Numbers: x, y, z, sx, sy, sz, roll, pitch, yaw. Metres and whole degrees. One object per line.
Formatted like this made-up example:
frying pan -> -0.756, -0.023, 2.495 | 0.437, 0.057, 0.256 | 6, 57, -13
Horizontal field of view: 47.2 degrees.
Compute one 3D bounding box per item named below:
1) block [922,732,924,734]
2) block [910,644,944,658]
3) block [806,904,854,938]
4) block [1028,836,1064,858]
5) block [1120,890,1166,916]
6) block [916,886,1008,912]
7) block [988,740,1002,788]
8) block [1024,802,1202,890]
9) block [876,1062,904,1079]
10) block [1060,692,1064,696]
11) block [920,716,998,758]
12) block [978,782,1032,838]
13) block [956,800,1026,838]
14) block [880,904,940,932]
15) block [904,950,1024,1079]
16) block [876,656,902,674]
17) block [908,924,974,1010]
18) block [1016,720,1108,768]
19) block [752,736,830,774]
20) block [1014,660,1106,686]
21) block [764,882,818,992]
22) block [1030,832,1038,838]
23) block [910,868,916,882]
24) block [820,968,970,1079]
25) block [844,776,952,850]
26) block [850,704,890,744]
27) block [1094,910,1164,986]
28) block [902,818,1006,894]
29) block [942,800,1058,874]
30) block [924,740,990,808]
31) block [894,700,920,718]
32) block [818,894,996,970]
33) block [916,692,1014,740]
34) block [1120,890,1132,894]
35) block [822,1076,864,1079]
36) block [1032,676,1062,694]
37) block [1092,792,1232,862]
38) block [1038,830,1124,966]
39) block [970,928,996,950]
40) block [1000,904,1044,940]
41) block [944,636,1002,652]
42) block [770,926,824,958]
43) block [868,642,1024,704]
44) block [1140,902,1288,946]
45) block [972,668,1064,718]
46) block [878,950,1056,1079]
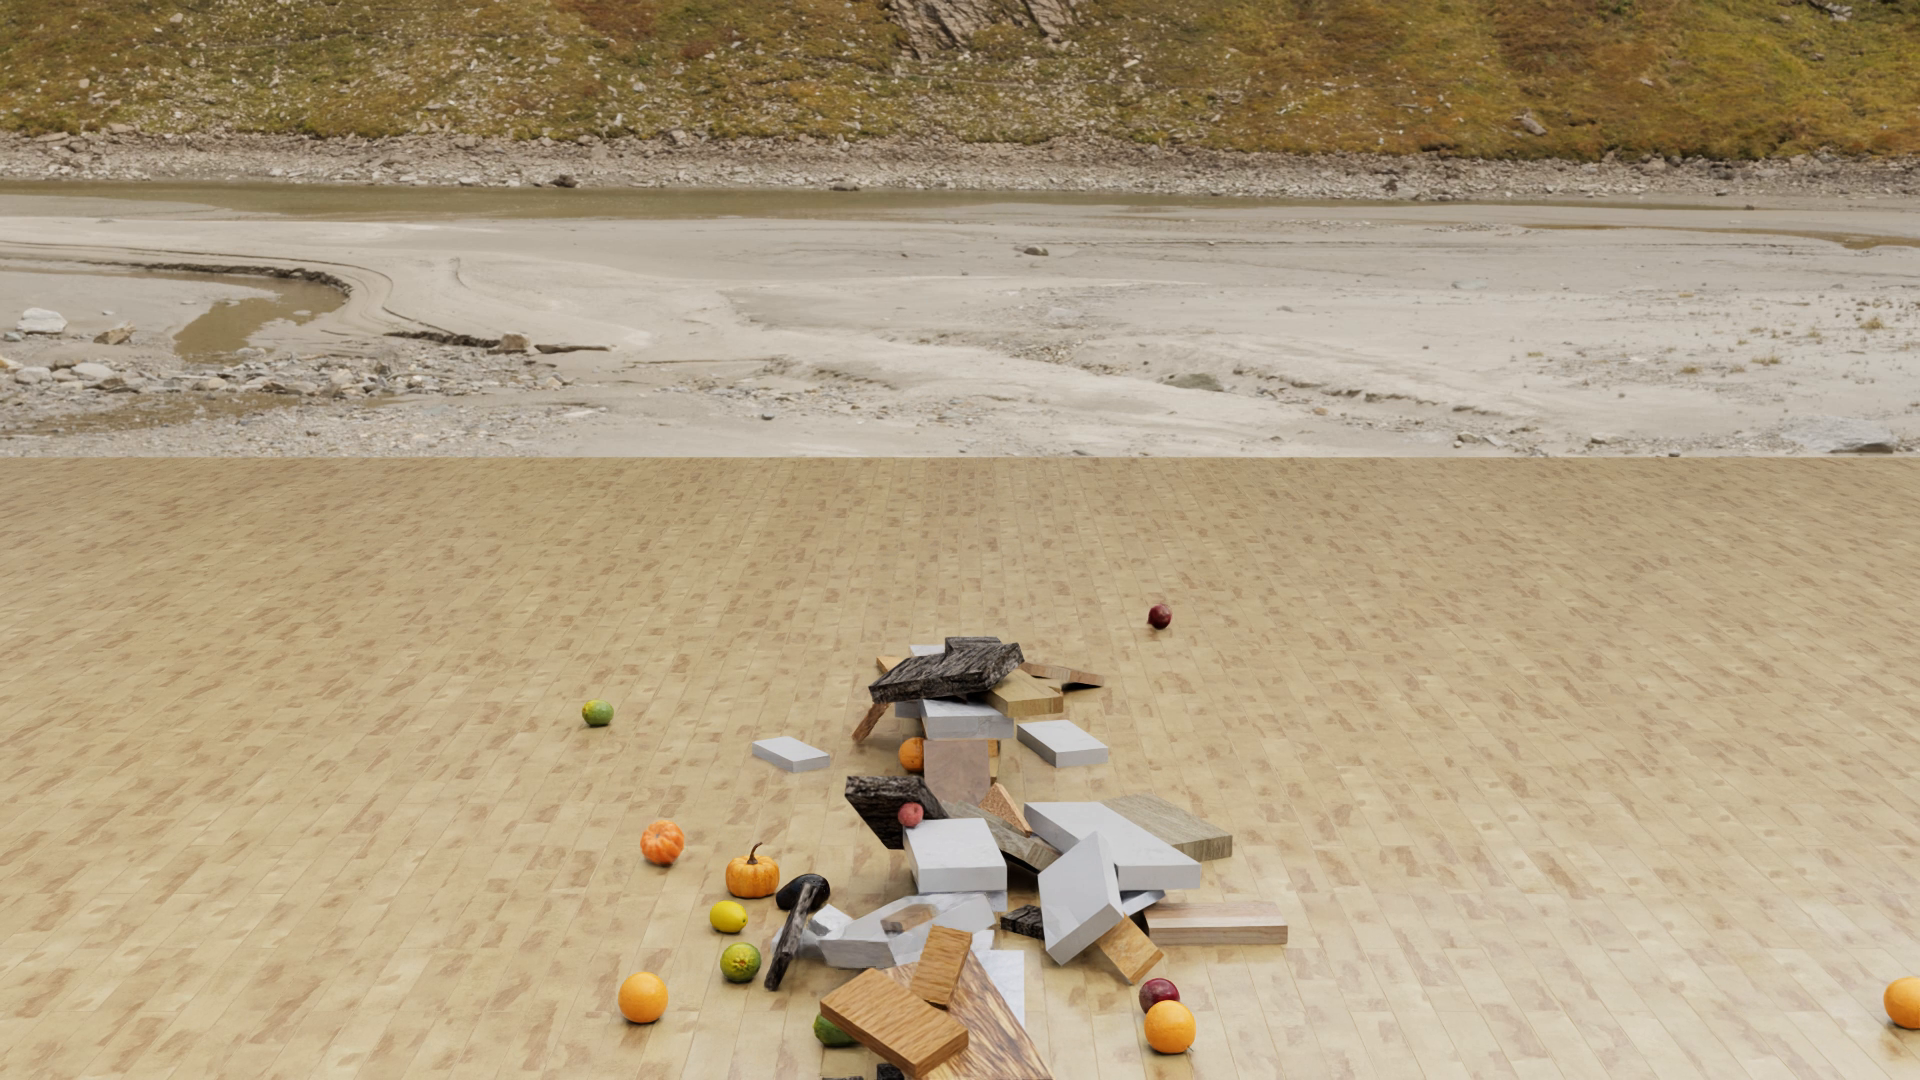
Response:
block -> 0.051, 0.351, 4.752 | 0.085, 0.024, 0.654 | 7, 8, 14
block -> -0.012, 0.273, 4.682 | 0.163, 0.046, 0.327 | 0, 7, -7
block -> -0.161, 0.609, 3.360 | 0.136, 0.019, 0.068 | 29, 18, 13
block -> 0.173, 0.538, 3.803 | 0.063, 0.018, 0.126 | -8, 14, -33
block -> 0.258, 0.580, 3.489 | 0.073, 0.021, 0.146 | -18, -4, 35
block -> -0.001, 0.562, 3.492 | 0.134, 0.038, 0.268 | -1, -5, -3
block -> 0.014, 0.430, 4.176 | 0.120, 0.034, 0.239 | 1, 11, 3
block -> 0.249, 0.513, 3.716 | 0.141, 0.040, 0.484 | 2, 5, -16
block -> 0.032, 0.778, 2.513 | 0.109, 0.031, 0.786 | -3, 12, -13
block -> 0.181, 0.356, 4.885 | 0.057, 0.016, 0.114 | 5, 12, 24
block -> -0.004, 0.375, 4.282 | 0.120, 0.034, 0.239 | -1, 11, -7
block -> 0.078, 0.494, 3.872 | 0.018, 0.064, 0.128 | 20, 23, -39
block -> 0.053, 0.490, 3.835 | 0.064, 0.018, 0.128 | 37, -13, -37
block -> -0.070, 0.521, 3.034 | 0.054, 0.015, 0.109 | -23, -1, -19
block -> 0.009, 0.638, 2.946 | 0.154, 0.044, 0.308 | 0, 15, 1
block -> -0.095, 0.344, 4.861 | 0.057, 0.016, 0.792 | 3, 8, -12
block -> -0.026, 0.552, 2.841 | 0.054, 0.015, 0.109 | 9, 51, 17
block -> 0.209, 0.417, 4.514 | 0.113, 0.032, 0.226 | -4, 11, -19
block -> -0.342, 0.433, 4.447 | 0.086, 0.024, 0.171 | -7, 13, -33
block -> 0.219, 0.300, 4.994 | 0.234, 0.024, 0.085 | 12, 0, -41
block -> -0.257, 0.600, 3.340 | 0.019, 0.068, 0.216 | 26, 19, -3
block -> 0.176, 0.540, 3.891 | 0.128, 0.018, 0.064 | 9, 14, 40
block -> -0.012, 0.538, 3.651 | 0.134, 0.038, 0.268 | -1, -5, -3
block -> -0.084, 0.607, 2.767 | 0.090, 0.025, 0.179 | -27, 35, -36
block -> -0.094, 0.455, 3.655 | 0.124, 0.035, 0.247 | -2, -28, 16
block -> -0.161, 0.339, 4.556 | 0.024, 0.171, 0.086 | 35, 13, 3
block -> 0.244, 0.607, 3.344 | 0.063, 0.018, 0.170 | -45, 31, -2
block -> -0.011, 0.495, 3.469 | 0.134, 0.038, 0.268 | -1, 9, -7
block -> 0.077, 0.518, 3.748 | 0.124, 0.035, 0.247 | 38, -13, -38
block -> -0.004, 0.458, 3.995 | 0.120, 0.034, 0.239 | 0, 38, -2
block -> -0.028, 0.322, 4.660 | 0.163, 0.046, 0.360 | 2, 7, 8
block -> -0.081, 0.560, 3.145 | 0.154, 0.044, 0.342 | -23, -1, -22
block -> 0.005, 0.325, 4.329 | 0.163, 0.046, 0.327 | -1, 11, -5
block -> 0.219, 0.576, 3.564 | 0.126, 0.018, 0.063 | -15, -3, -21
block -> -0.148, 0.707, 2.670 | 0.054, 0.109, 0.015 | -8, -38, 22
block -> 0.136, 0.315, 4.890 | 0.171, 0.024, 0.085 | 12, 10, -4
block -> 0.352, 0.518, 3.946 | 0.141, 0.040, 0.282 | -5, 12, -26
block -> 0.186, 0.556, 3.436 | 0.124, 0.035, 0.247 | -39, 15, 11
block -> 0.004, 0.597, 3.202 | 0.085, 0.024, 0.169 | 0, 3, 4
block -> 0.145, 0.613, 3.490 | 0.146, 0.021, 0.073 | 8, 13, 36
block -> 0.036, 0.238, 4.648 | 0.113, 0.032, 0.226 | 0, 7, -6
block -> -0.214, 0.626, 3.418 | 0.148, 0.021, 0.073 | 2, 11, 8
block -> -0.028, 0.263, 4.324 | 0.282, 0.040, 0.141 | -10, 15, 37
block -> 0.401, 0.608, 3.486 | 0.218, 0.031, 0.109 | -1, 11, -3
block -> 0.105, 0.296, 4.268 | 0.113, 0.032, 0.226 | -4, 12, -20
block -> -0.001, 0.639, 2.780 | 0.154, 0.044, 0.308 | -10, 28, -19
